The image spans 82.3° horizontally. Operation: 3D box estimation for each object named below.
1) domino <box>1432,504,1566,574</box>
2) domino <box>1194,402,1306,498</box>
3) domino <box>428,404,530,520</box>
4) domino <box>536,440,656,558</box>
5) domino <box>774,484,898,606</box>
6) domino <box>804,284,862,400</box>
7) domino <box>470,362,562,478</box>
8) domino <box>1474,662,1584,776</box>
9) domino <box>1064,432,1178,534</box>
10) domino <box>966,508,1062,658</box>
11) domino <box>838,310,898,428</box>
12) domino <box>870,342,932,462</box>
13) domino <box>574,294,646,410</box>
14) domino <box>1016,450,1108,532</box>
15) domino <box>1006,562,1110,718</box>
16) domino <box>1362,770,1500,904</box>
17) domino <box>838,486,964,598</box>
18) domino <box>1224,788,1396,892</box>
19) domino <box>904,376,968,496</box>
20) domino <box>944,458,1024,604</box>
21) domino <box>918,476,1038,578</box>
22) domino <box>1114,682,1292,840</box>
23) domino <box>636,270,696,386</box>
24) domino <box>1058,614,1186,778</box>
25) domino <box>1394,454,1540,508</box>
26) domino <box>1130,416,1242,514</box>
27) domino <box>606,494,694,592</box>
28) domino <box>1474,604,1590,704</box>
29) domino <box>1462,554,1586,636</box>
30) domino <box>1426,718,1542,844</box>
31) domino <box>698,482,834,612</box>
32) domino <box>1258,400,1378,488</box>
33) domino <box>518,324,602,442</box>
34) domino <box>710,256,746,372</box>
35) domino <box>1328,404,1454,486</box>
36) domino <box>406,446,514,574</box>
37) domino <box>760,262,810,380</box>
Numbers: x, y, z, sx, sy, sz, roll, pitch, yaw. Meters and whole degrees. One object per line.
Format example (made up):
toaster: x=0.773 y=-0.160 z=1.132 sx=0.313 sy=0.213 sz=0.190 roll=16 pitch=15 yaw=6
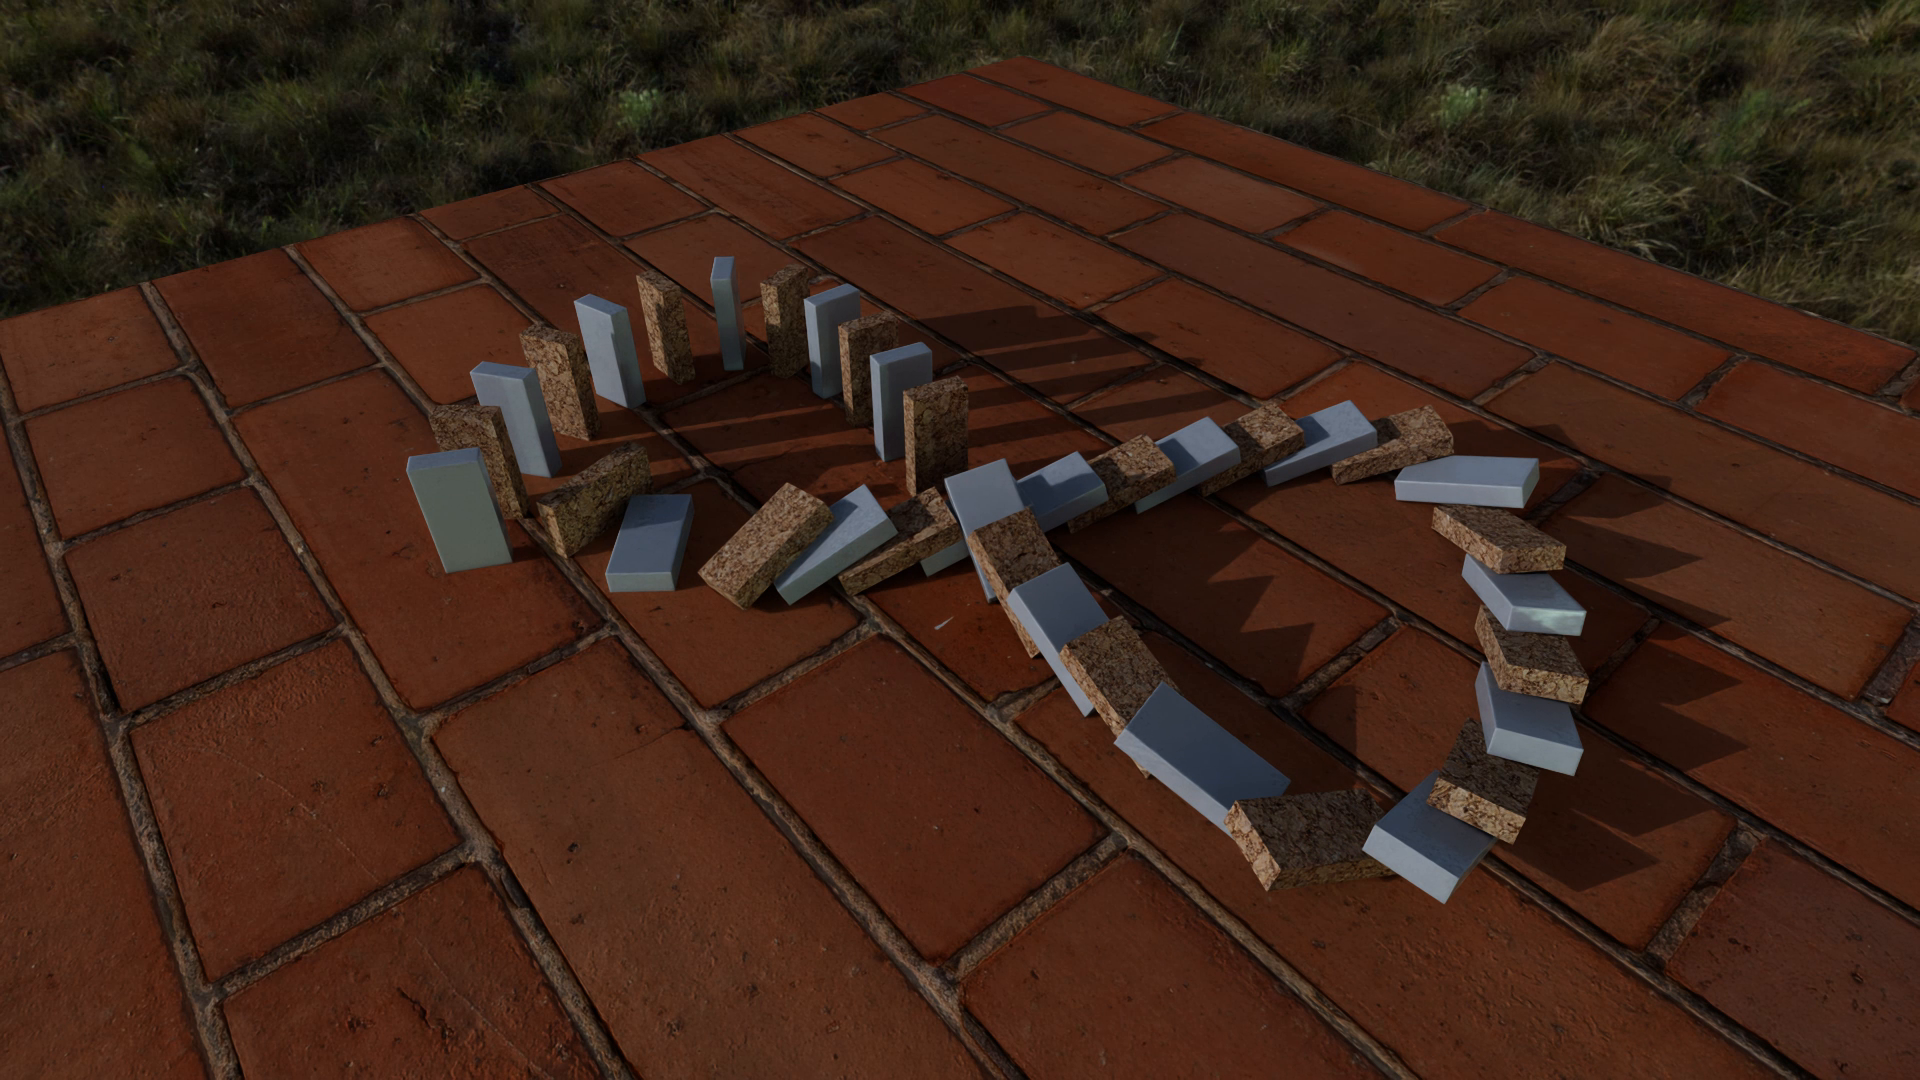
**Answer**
domino: x=0.211 y=-0.001 z=0.433 sx=0.025 sy=0.010 sz=0.050 roll=-4 pitch=21 yaw=-5
domino: x=0.122 y=-0.040 z=0.480 sx=0.050 sy=0.010 sz=0.025 roll=-26 pitch=43 yaw=-3
domino: x=-0.196 y=-0.031 z=0.450 sx=0.025 sy=0.050 sz=0.009 roll=1 pitch=39 yaw=1
domino: x=-0.148 y=-0.017 z=0.452 sx=0.009 sy=0.025 sz=0.050 roll=22 pitch=44 yaw=24
domino: x=-0.051 y=0.001 z=0.426 sx=0.050 sy=0.010 sz=0.025 roll=-34 pitch=44 yaw=-4
domino: x=-0.060 y=-0.095 z=0.527 sx=0.025 sy=0.050 sz=0.009 roll=-29 pitch=47 yaw=-30
domino: x=-0.191 y=-0.051 z=0.474 sx=0.025 sy=0.050 sz=0.009 roll=9 pitch=40 yaw=11
domino: x=0.186 y=0.057 z=0.361 sx=0.025 sy=0.010 sz=0.050 roll=13 pitch=23 yaw=16
domino: x=0.062 y=-0.024 z=0.461 sx=0.050 sy=0.010 sz=0.025 roll=-27 pitch=43 yaw=-4
domino: x=0.026 y=0.015 z=0.405 sx=0.025 sy=0.010 sz=0.050 roll=-23 pitch=77 yaw=-25
domino: x=-0.041 y=-0.078 z=0.507 sx=0.025 sy=0.050 sz=0.010 roll=-21 pitch=44 yaw=-24
domino: x=-0.025 y=-0.060 z=0.485 sx=0.025 sy=0.050 sz=0.010 roll=-19 pitch=43 yaw=-22
domino: x=-0.165 y=-0.089 z=0.520 sx=0.025 sy=0.050 sz=0.009 roll=24 pitch=45 yaw=26
domino: x=0.033 y=-0.016 z=0.451 sx=0.050 sy=0.009 sz=0.025 roll=-27 pitch=44 yaw=-5
domino: x=0.041 y=0.034 z=0.387 sx=0.025 sy=0.009 sz=0.050 roll=-24 pitch=68 yaw=-26
domino: x=0.142 y=0.086 z=0.325 sx=0.025 sy=0.010 sz=0.050 roll=32 pitch=29 yaw=33
domino: x=-0.026 y=0.000 z=0.432 sx=0.050 sy=0.010 sz=0.025 roll=-27 pitch=44 yaw=-5
domino: x=0.106 y=0.088 z=0.325 sx=0.050 sy=0.010 sz=0.025 roll=1 pitch=36 yaw=-24
domino: x=-0.010 y=-0.042 z=0.463 sx=0.025 sy=0.050 sz=0.010 roll=-18 pitch=43 yaw=-21
domino: x=0.014 y=-0.004 z=0.423 sx=0.025 sy=0.010 sz=0.050 roll=-19 pitch=77 yaw=-5
domino: x=0.003 y=-0.007 z=0.441 sx=0.050 sy=0.010 sz=0.025 roll=-27 pitch=44 yaw=-5
domino: x=0.076 y=0.070 z=0.346 sx=0.050 sy=0.010 sz=0.025 roll=38 pitch=50 yaw=13
domino: x=-0.144 y=-0.104 z=0.538 sx=0.009 sy=0.050 sz=0.025 roll=-29 pitch=47 yaw=-31
domino: x=0.058 y=0.051 z=0.368 sx=0.025 sy=0.010 sz=0.050 roll=-24 pitch=65 yaw=-26
domino: x=0.212 y=-0.025 z=0.461 sx=0.050 sy=0.010 sz=0.025 roll=7 pitch=35 yaw=40
domino: x=0.092 y=-0.032 z=0.471 sx=0.050 sy=0.009 sz=0.025 roll=-27 pitch=43 yaw=-4
domino: x=-0.124 y=0.001 z=0.443 sx=0.025 sy=0.010 sz=0.050 roll=-1 pitch=39 yaw=-1
domino: x=0.198 y=0.039 z=0.384 sx=0.025 sy=0.010 sz=0.050 roll=10 pitch=22 yaw=12
domino: x=0.208 y=0.019 z=0.408 sx=0.025 sy=0.010 sz=0.050 roll=4 pitch=21 yaw=5
domino: x=0.164 y=0.073 z=0.341 sx=0.025 sy=0.009 sz=0.050 roll=25 pitch=26 yaw=26
domino: x=-0.075 y=0.002 z=0.425 sx=0.025 sy=0.009 sz=0.050 roll=27 pitch=67 yaw=41
domino: x=0.154 y=-0.043 z=0.484 sx=0.050 sy=0.009 sz=0.025 roll=-21 pitch=40 yaw=3
domino: x=-0.180 y=-0.071 z=0.498 sx=0.025 sy=0.050 sz=0.010 roll=15 pitch=42 yaw=18
domino: x=-0.115 y=-0.113 z=0.549 sx=0.009 sy=0.050 sz=0.025 roll=-3 pitch=39 yaw=-4
domino: x=0.186 y=-0.042 z=0.483 sx=0.050 sy=0.010 sz=0.025 roll=-16 pitch=38 yaw=9
domino: x=-0.192 y=-0.011 z=0.425 sx=0.025 sy=0.050 sz=0.010 roll=-10 pitch=40 yaw=-12
domino: x=-0.084 y=-0.108 z=0.543 sx=0.010 sy=0.050 sz=0.025 roll=20 pitch=43 yaw=22
